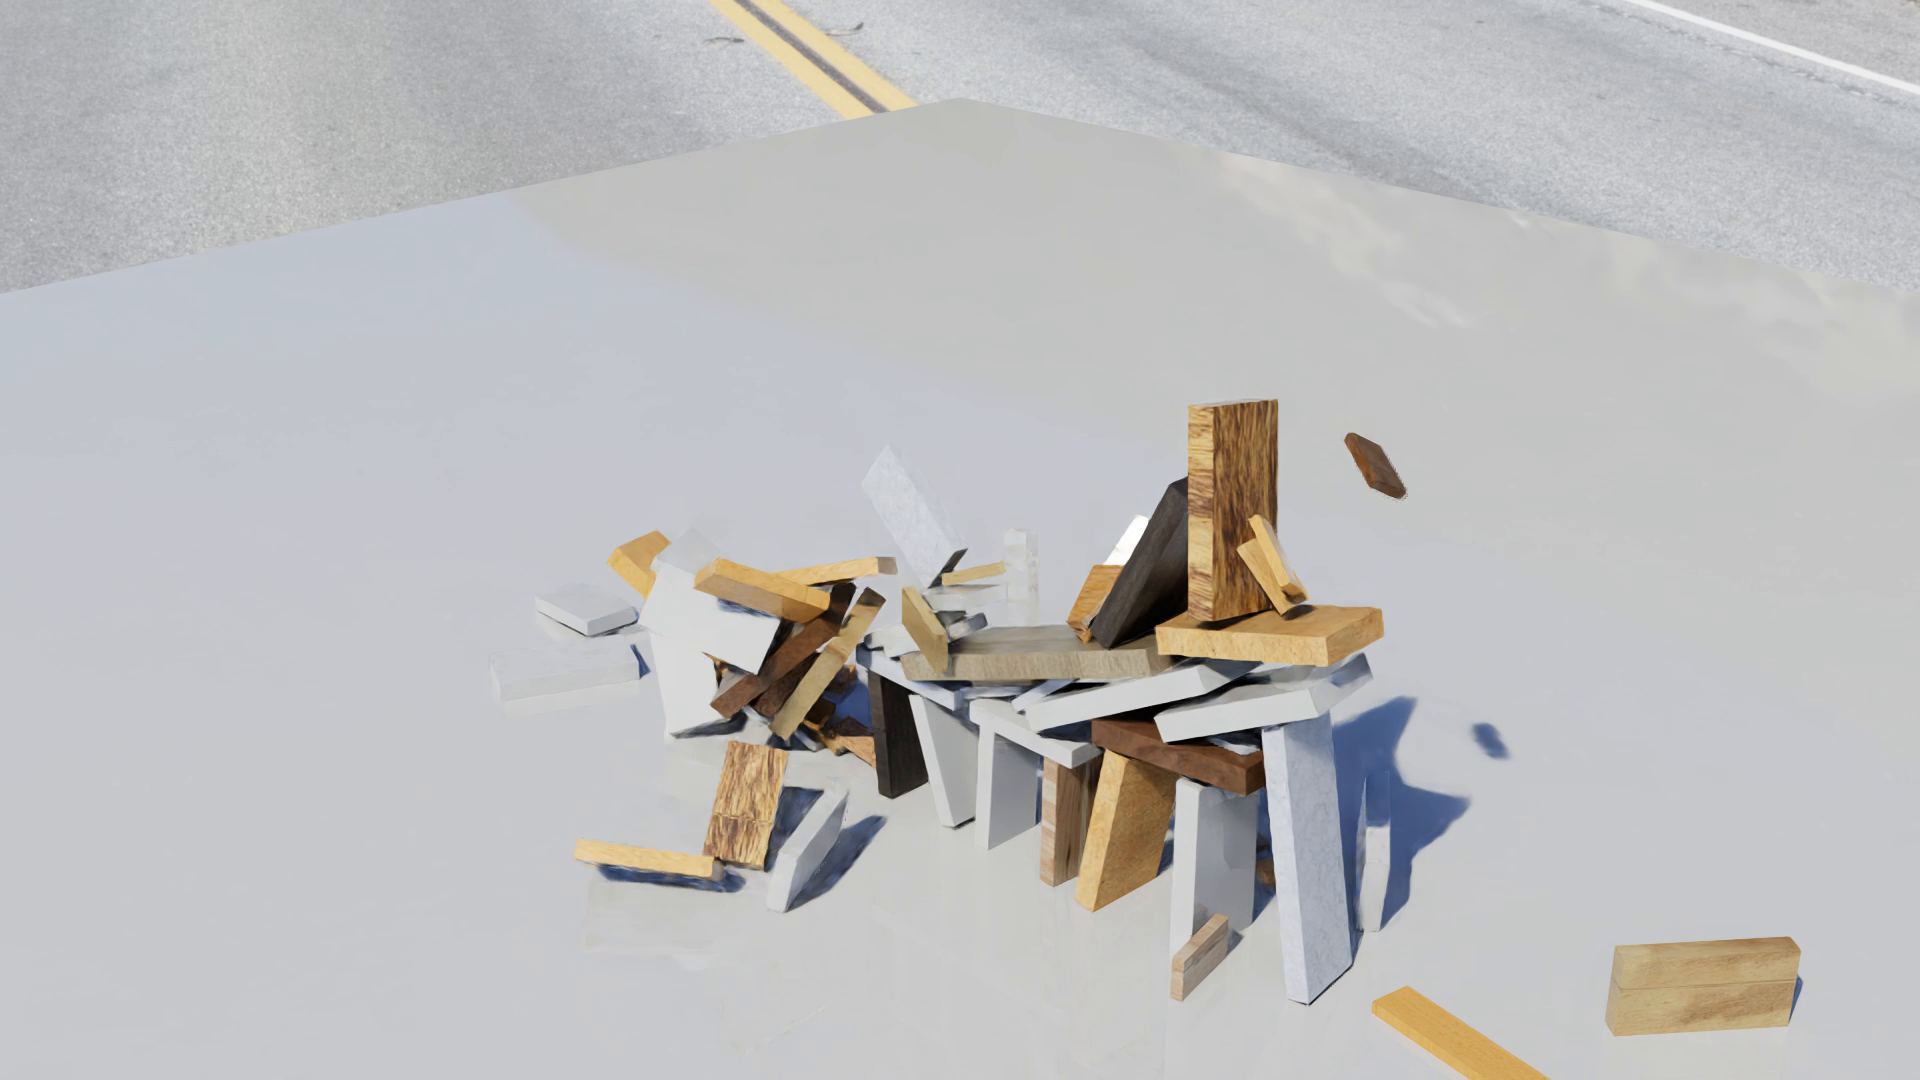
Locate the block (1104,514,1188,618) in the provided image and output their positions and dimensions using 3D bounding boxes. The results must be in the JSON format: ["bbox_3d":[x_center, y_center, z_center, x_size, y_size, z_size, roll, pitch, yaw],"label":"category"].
[{"bbox_3d":[0.406,0.080,4.062,0.272,0.136,0.039,33,-4,18],"label":"block"}]

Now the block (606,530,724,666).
[{"bbox_3d":[-0.561,0.115,4.521,0.315,0.045,0.157,42,27,9],"label":"block"}]

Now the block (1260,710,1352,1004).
[{"bbox_3d":[0.605,0.535,3.828,0.044,0.524,0.154,7,22,39],"label":"block"}]

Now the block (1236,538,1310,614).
[{"bbox_3d":[0.526,0.055,3.686,0.066,0.019,0.132,-24,77,-41],"label":"block"}]

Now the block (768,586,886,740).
[{"bbox_3d":[-0.277,0.258,4.541,0.049,0.390,0.171,35,52,-2],"label":"block"}]

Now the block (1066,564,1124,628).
[{"bbox_3d":[0.250,0.103,4.020,0.067,0.019,0.133,-2,48,39],"label":"block"}]

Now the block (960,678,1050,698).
[{"bbox_3d":[0.089,0.278,4.252,0.084,0.024,0.168,-21,8,-42],"label":"block"}]

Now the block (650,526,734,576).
[{"bbox_3d":[-0.492,0.098,4.502,0.265,0.038,0.133,39,41,5],"label":"block"}]

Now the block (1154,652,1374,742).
[{"bbox_3d":[0.518,0.271,3.775,0.346,0.049,0.173,-16,7,46],"label":"block"}]

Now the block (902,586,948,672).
[{"bbox_3d":[-0.068,0.169,4.205,0.024,0.086,0.172,-12,35,-19],"label":"block"}]

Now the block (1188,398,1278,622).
[{"bbox_3d":[0.461,-0.054,3.709,0.051,0.358,0.179,7,12,44],"label":"block"}]

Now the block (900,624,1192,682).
[{"bbox_3d":[0.170,0.209,4.125,0.179,0.051,0.651,-22,11,-41],"label":"block"}]

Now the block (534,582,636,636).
[{"bbox_3d":[-0.902,0.164,5.288,0.131,0.037,0.262,-18,23,-34],"label":"block"}]

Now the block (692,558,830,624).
[{"bbox_3d":[-0.388,0.100,4.298,0.239,0.034,0.120,19,-24,-22],"label":"block"}]

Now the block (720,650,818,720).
[{"bbox_3d":[-0.420,0.253,4.705,0.049,0.171,0.343,37,-2,-24],"label":"block"}]

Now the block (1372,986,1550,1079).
[{"bbox_3d":[0.910,0.892,3.627,0.085,0.024,0.564,-15,27,-31],"label":"block"}]

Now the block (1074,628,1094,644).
[{"bbox_3d":[0.270,0.137,4.021,0.133,0.019,0.067,-37,9,0],"label":"block"}]

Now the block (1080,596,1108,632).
[{"bbox_3d":[0.256,0.121,3.947,0.014,0.049,0.098,42,60,12],"label":"block"}]

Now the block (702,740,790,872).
[{"bbox_3d":[-0.417,0.517,4.289,0.120,0.034,0.239,10,64,2],"label":"block"}]

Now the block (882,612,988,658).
[{"bbox_3d":[-0.050,0.187,4.332,0.103,0.029,0.206,-22,3,-40],"label":"block"}]

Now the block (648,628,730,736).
[{"bbox_3d":[-0.589,0.281,4.767,0.131,0.262,0.037,-18,-19,12],"label":"block"}]

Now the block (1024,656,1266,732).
[{"bbox_3d":[0.327,0.263,3.971,0.173,0.049,0.442,-21,2,-43],"label":"block"}]

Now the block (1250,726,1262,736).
[{"bbox_3d":[0.533,0.323,3.884,0.046,0.013,0.093,-14,22,-24],"label":"block"}]

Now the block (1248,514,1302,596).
[{"bbox_3d":[0.523,0.025,3.651,0.019,0.132,0.066,-29,-25,16],"label":"block"}]

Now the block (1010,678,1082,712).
[{"bbox_3d":[0.182,0.272,4.147,0.084,0.024,0.174,-21,-9,-45],"label":"block"}]

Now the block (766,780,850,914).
[{"bbox_3d":[-0.288,0.583,4.194,0.038,0.133,0.265,21,30,11],"label":"block"}]

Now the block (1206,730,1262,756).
[{"bbox_3d":[0.478,0.349,3.819,0.046,0.013,0.093,-17,22,-34],"label":"block"}]

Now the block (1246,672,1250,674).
[{"bbox_3d":[0.337,0.279,4.410,0.039,0.136,0.734,-2,-6,-31],"label":"block"}]

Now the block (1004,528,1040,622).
[{"bbox_3d":[0.117,0.066,4.189,0.024,0.172,0.086,-5,8,-28],"label":"block"}]

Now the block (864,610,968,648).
[{"bbox_3d":[-0.090,0.170,4.384,0.103,0.029,0.206,-22,2,-41],"label":"block"}]

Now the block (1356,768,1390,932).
[{"bbox_3d":[0.780,0.583,4.158,0.044,0.154,0.309,7,28,7],"label":"block"}]

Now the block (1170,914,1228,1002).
[{"bbox_3d":[0.426,0.741,3.906,0.024,0.085,0.169,15,27,31],"label":"block"}]
